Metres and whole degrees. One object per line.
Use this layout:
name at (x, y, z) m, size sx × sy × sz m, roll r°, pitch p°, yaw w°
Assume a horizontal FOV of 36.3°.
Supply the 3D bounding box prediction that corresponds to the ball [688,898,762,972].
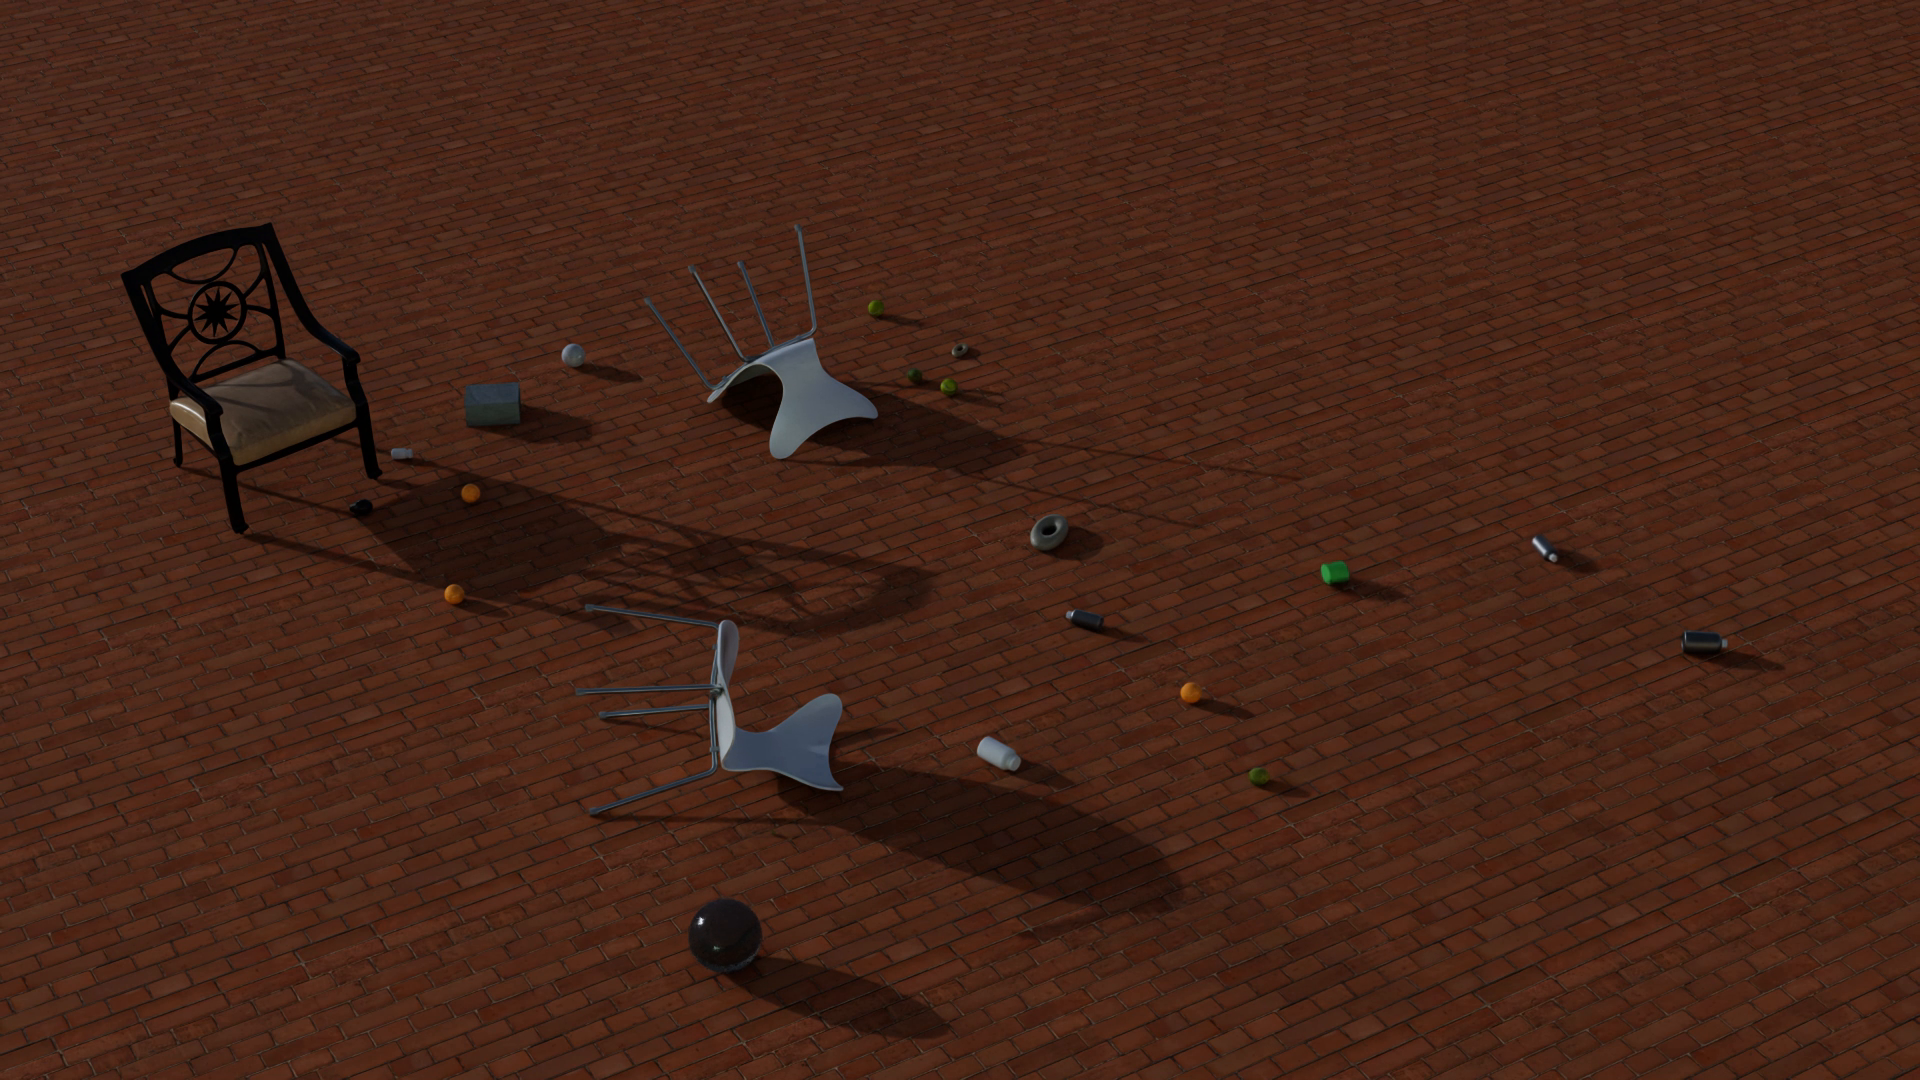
ball at (-0.714, 1.203, 8.915) m, size 0.224 × 0.224 × 0.224 m, roll 0°, pitch 33°, yaw 0°

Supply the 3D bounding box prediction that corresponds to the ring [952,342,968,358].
ring at (0.001, -0.785, 12.116) m, size 0.060 × 0.022 × 0.106 m, roll 14°, pitch 37°, yaw 19°

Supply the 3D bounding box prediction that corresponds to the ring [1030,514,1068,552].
ring at (0.334, -0.028, 10.941) m, size 0.131 × 0.052 × 0.226 m, roll 13°, pitch 36°, yaw 17°

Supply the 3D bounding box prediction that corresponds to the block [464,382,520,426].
block at (-1.859, -0.540, 11.672) m, size 0.211 × 0.100 × 0.155 m, roll -4°, pitch 34°, yaw -5°

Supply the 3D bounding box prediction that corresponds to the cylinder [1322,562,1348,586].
cylinder at (1.369, 0.122, 10.694) m, size 0.073 × 0.070 × 0.096 m, roll -14°, pitch 18°, yaw -2°

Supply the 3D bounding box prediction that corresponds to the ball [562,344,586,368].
ball at (-1.581, -0.755, 12.001) m, size 0.099 × 0.099 × 0.099 m, roll 0°, pitch 33°, yaw 0°

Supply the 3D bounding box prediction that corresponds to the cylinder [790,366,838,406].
cylinder at (-0.590, -0.617, 11.783) m, size 0.167 × 0.104 × 0.117 m, roll -21°, pitch 37°, yaw -9°
